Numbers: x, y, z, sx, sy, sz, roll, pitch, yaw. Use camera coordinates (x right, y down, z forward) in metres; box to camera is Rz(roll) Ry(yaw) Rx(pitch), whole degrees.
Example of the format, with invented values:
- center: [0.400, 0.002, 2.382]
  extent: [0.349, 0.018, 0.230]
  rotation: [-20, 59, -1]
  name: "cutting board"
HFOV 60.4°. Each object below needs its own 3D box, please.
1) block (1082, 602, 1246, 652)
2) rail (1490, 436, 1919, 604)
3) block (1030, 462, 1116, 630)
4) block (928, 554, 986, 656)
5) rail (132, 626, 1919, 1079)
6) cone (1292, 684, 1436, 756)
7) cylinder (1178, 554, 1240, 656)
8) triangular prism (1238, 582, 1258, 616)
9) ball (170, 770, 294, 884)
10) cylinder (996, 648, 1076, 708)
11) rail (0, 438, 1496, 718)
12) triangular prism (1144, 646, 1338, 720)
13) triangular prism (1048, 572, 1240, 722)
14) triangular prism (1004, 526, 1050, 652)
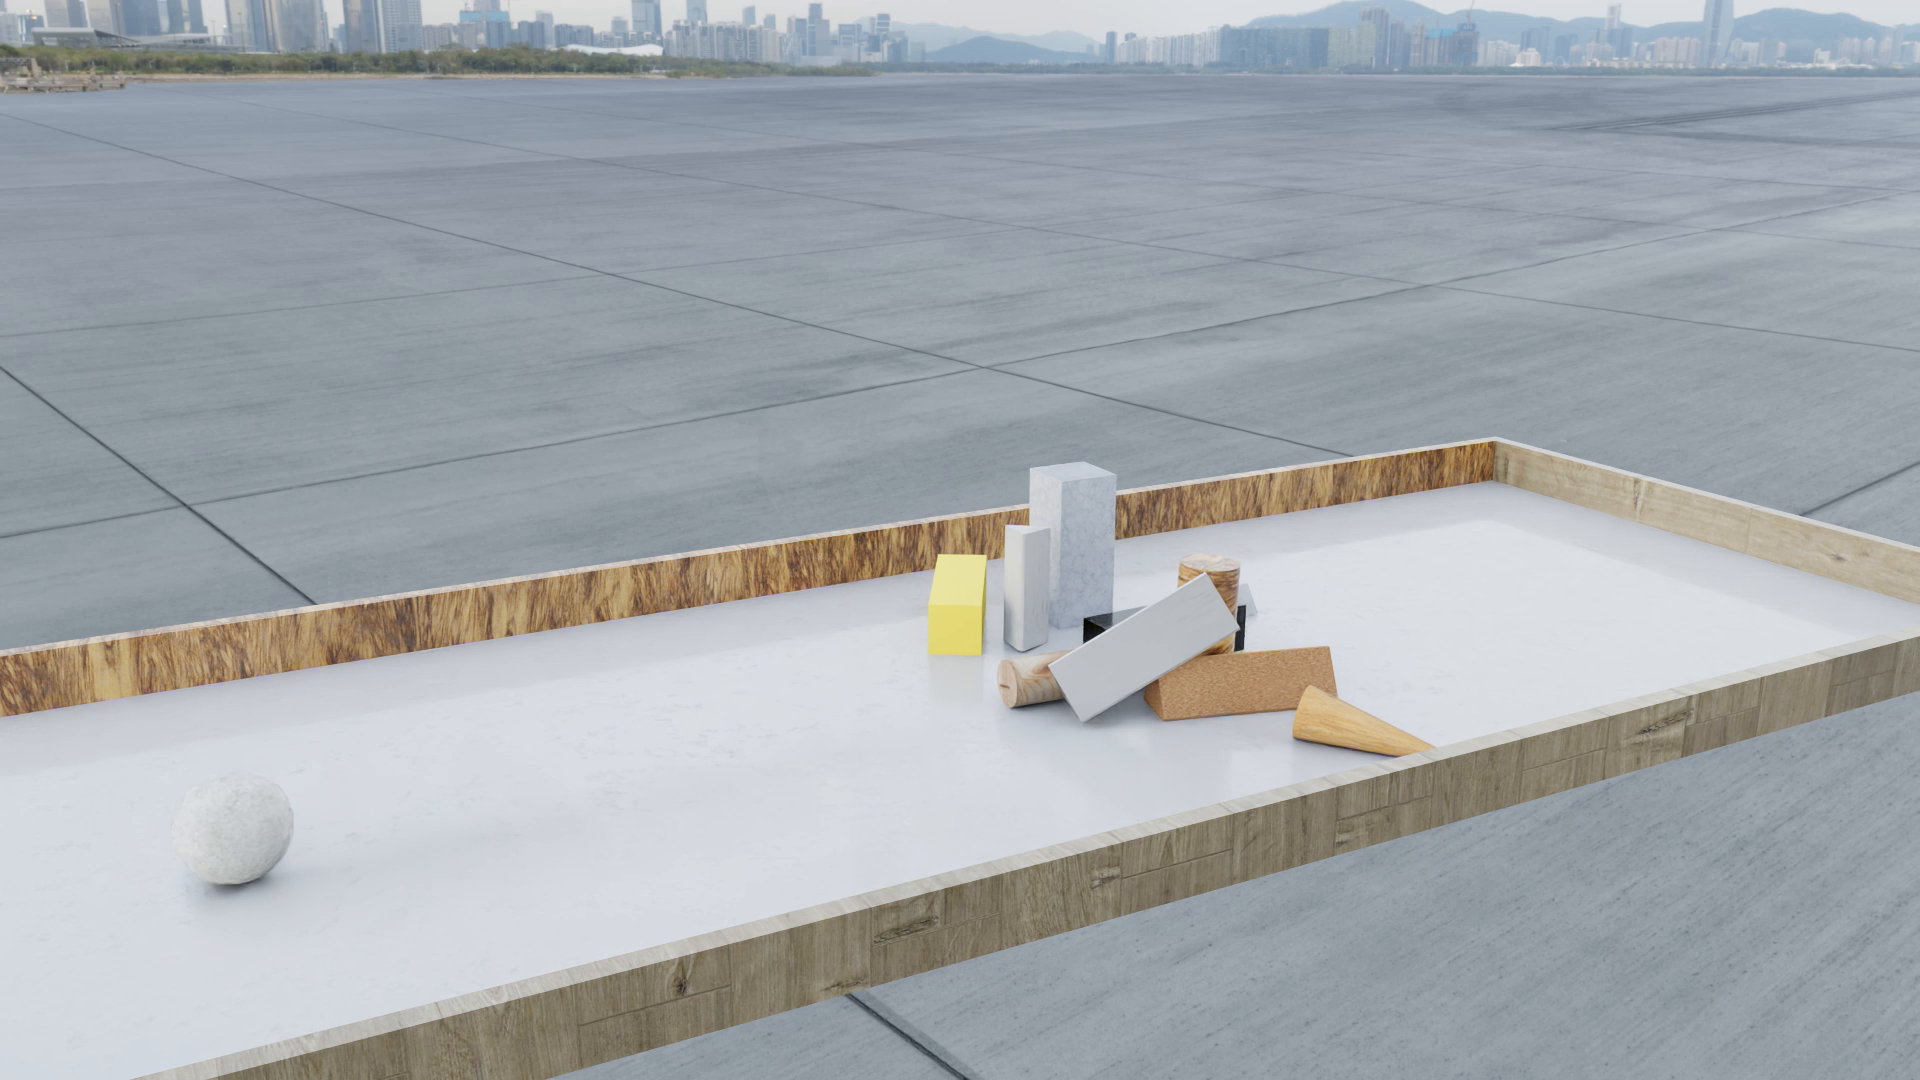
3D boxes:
- center: [0.534, 0.245, 4.297]
  extent: [0.430, 0.126, 0.126]
  rotation: [-9, 19, -29]
  name: "block"
- center: [2.466, -0.048, 5.253]
  extent: [0.050, 0.150, 2.100]
  rotation: [-9, 18, -27]
  name: "rail"
- center: [0.309, 0.013, 4.571]
  extent: [0.172, 0.418, 0.172]
  rotation: [-8, 18, -26]
  name: "block"
- center: [-0.003, 0.172, 4.523]
  extent: [0.138, 0.138, 0.452]
  rotation: [1, 16, 2]
  name: "block"
- center: [-2.336, 1.006, 1.665]
  extent: [12.000, 0.150, 0.050]
  rotation: [-9, 18, -27]
  name: "rail"
- center: [0.973, 0.452, 3.702]
  extent: [0.428, 0.129, 0.129]
  rotation: [18, 22, 24]
  name: "cone"
- center: [0.610, 0.205, 4.099]
  extent: [0.151, 0.311, 0.151]
  rotation: [2, 16, -1]
  name: "cylinder"
- center: [0.662, 0.190, 4.560]
  extent: [0.373, 0.079, 0.091]
  rotation: [-12, 21, -36]
  name: "triangular prism"
- center: [-1.377, 0.543, 3.125]
  extent: [0.215, 0.215, 0.215]
  rotation: [0, 16, 0]
  name: "ball"
- center: [0.314, 0.322, 4.055]
  extent: [0.436, 0.116, 0.116]
  rotation: [-7, 18, -22]
  name: "cylinder"
- center: [-3.305, 0.497, 3.399]
  extent: [12.000, 0.150, 0.050]
  rotation: [-9, 18, -27]
  name: "rail"
- center: [0.682, 0.332, 3.989]
  extent: [0.446, 0.126, 0.145]
  rotation: [-4, 16, -12]
  name: "triangular prism"
- center: [0.422, 0.238, 3.892]
  extent: [0.431, 0.134, 0.154]
  rotation: [-30, 23, -2]
  name: "triangular prism"
- center: [0.160, 0.122, 4.376]
  extent: [0.103, 0.315, 0.119]
  rotation: [10, 16, 37]
  name: "triangular prism"
